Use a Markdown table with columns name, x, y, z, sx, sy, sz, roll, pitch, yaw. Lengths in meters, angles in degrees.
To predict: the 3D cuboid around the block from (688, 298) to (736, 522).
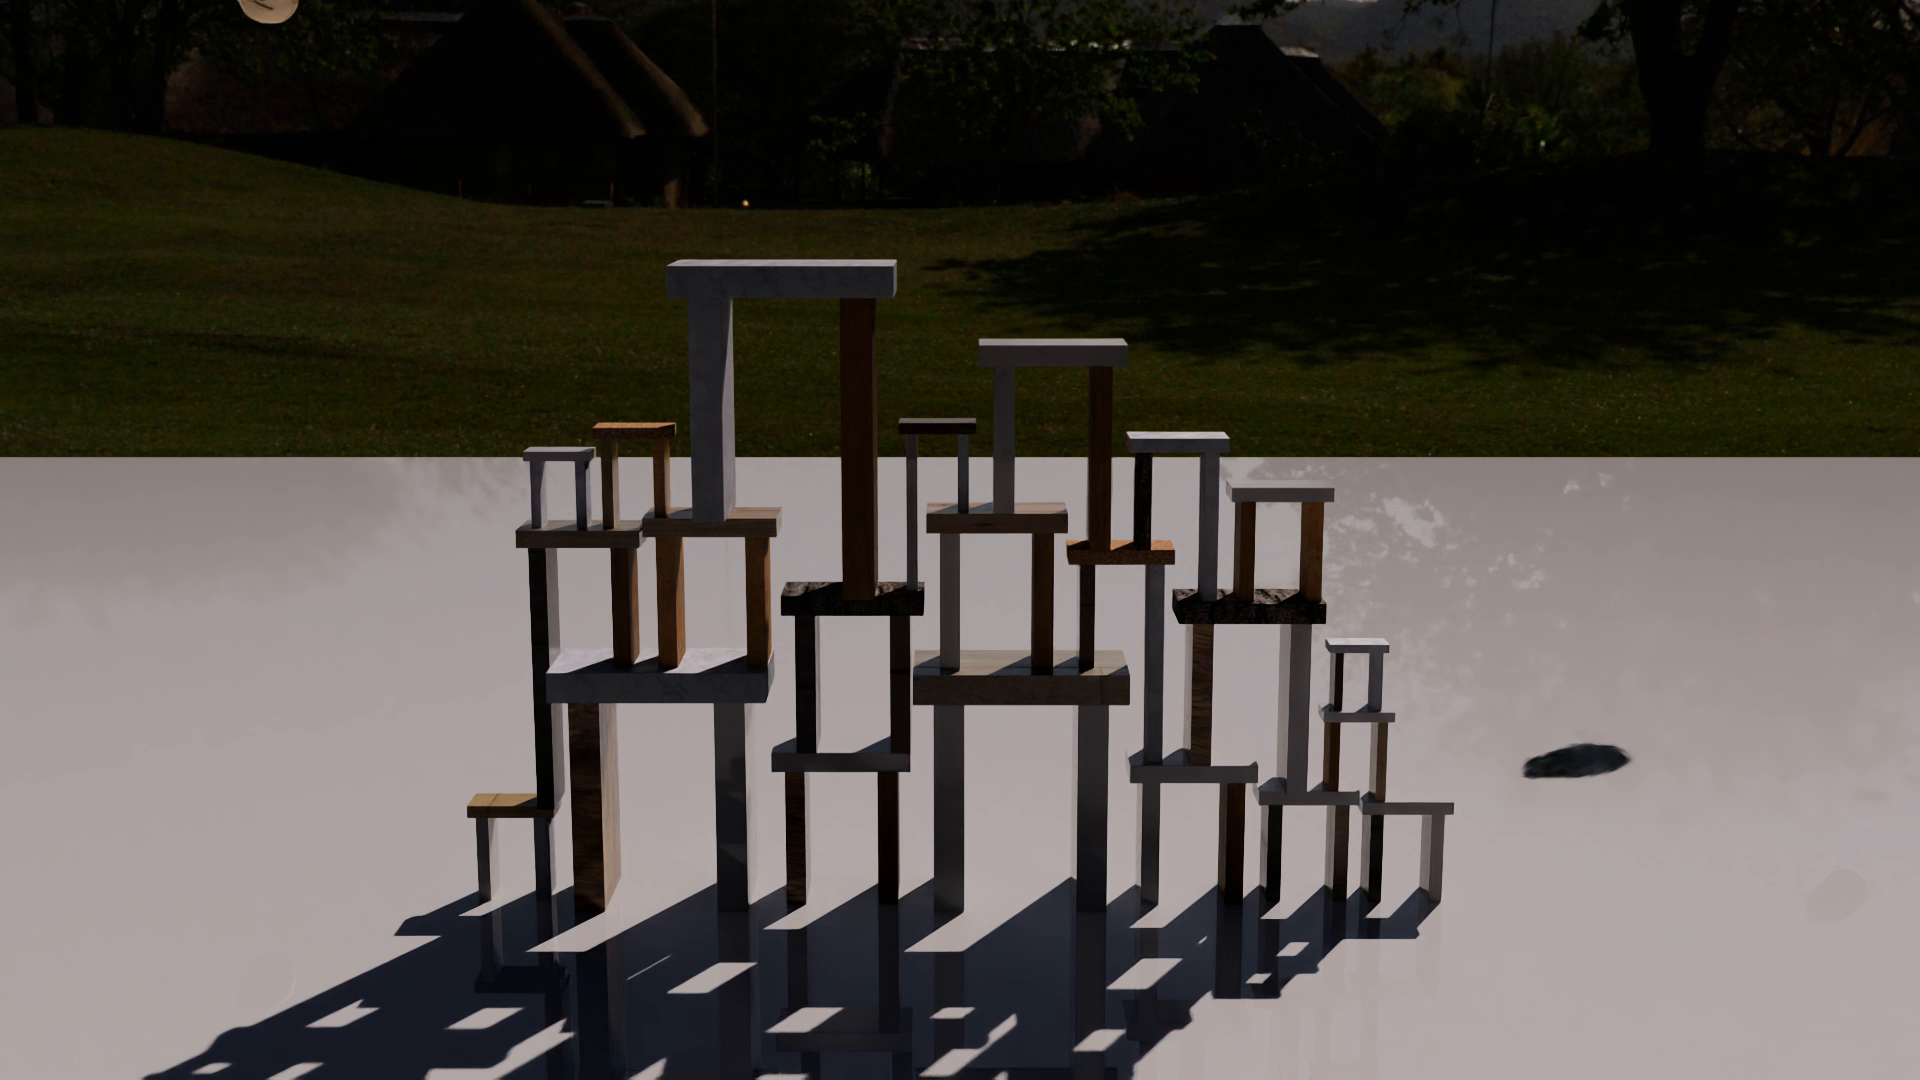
| name | x | y | z | sx | sy | sz | roll | pitch | yaw |
| --- | --- | --- | --- | --- | --- | --- | --- | --- | --- |
| block | -0.396 | -0.217 | 3.520 | 0.050 | 0.352 | 0.176 | 0 | 11 | 0 |

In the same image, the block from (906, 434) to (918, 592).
| name | x | y | z | sx | sy | sz | roll | pitch | yaw |
| --- | --- | --- | --- | --- | --- | --- | --- | --- | --- |
| block | -0.077 | -0.047 | 3.553 | 0.017 | 0.258 | 0.062 | 0 | 11 | 0 |

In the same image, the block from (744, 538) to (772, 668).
| name | x | y | z | sx | sy | sz | roll | pitch | yaw |
| --- | --- | --- | --- | --- | --- | --- | --- | --- | --- |
| block | -0.328 | 0.091 | 3.580 | 0.030 | 0.214 | 0.107 | 0 | 11 | 0 |

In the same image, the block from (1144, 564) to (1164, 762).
| name | x | y | z | sx | sy | sz | roll | pitch | yaw |
| --- | --- | --- | --- | --- | --- | --- | --- | --- | --- |
| block | 0.318 | 0.194 | 3.600 | 0.024 | 0.329 | 0.085 | 0 | 11 | 0 |

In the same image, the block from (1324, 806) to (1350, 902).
| name | x | y | z | sx | sy | sz | roll | pitch | yaw |
| --- | --- | --- | --- | --- | --- | --- | --- | --- | --- |
| block | 0.627 | 0.508 | 3.658 | 0.023 | 0.165 | 0.082 | 0 | 11 | 0 |

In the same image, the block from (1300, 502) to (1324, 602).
| name | x | y | z | sx | sy | sz | roll | pitch | yaw |
| --- | --- | --- | --- | --- | --- | --- | --- | --- | --- |
| block | 0.569 | 0.012 | 3.559 | 0.023 | 0.163 | 0.081 | 0 | 11 | 0 |

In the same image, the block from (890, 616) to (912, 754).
| name | x | y | z | sx | sy | sz | roll | pitch | yaw |
| --- | --- | --- | --- | --- | --- | --- | --- | --- | --- |
| block | -0.097 | 0.224 | 3.603 | 0.032 | 0.229 | 0.114 | 0 | 11 | 0 |

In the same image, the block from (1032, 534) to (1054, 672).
| name | x | y | z | sx | sy | sz | roll | pitch | yaw |
| --- | --- | --- | --- | --- | --- | --- | --- | --- | --- |
| block | 0.134 | 0.090 | 3.573 | 0.032 | 0.225 | 0.113 | 0 | 11 | 0 |

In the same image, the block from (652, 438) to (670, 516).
| name | x | y | z | sx | sy | sz | roll | pitch | yaw |
| --- | --- | --- | --- | --- | --- | --- | --- | --- | --- |
| block | -0.480 | -0.105 | 3.541 | 0.018 | 0.125 | 0.063 | 0 | 11 | 0 |

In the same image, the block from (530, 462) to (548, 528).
| name | x | y | z | sx | sy | sz | roll | pitch | yaw |
| --- | --- | --- | --- | --- | --- | --- | --- | --- | --- |
| block | -0.679 | -0.078 | 3.547 | 0.015 | 0.108 | 0.054 | 0 | 11 | 0 |

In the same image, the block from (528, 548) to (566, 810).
| name | x | y | z | sx | sy | sz | roll | pitch | yaw |
| --- | --- | --- | --- | --- | --- | --- | --- | --- | --- |
| block | -0.676 | 0.217 | 3.597 | 0.028 | 0.434 | 0.099 | 0 | 11 | 0 |

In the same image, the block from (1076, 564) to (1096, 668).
| name | x | y | z | sx | sy | sz | roll | pitch | yaw |
| --- | --- | --- | --- | --- | --- | --- | --- | --- | --- |
| block | 0.205 | 0.116 | 3.586 | 0.024 | 0.170 | 0.085 | 0 | 11 | 0 |

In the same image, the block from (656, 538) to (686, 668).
| name | x | y | z | sx | sy | sz | roll | pitch | yaw |
| --- | --- | --- | --- | --- | --- | --- | --- | --- | --- |
| block | -0.471 | 0.091 | 3.581 | 0.030 | 0.214 | 0.107 | 0 | 11 | 0 |

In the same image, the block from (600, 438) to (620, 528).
| name | x | y | z | sx | sy | sz | roll | pitch | yaw |
| --- | --- | --- | --- | --- | --- | --- | --- | --- | --- |
| block | -0.564 | -0.096 | 3.543 | 0.018 | 0.145 | 0.063 | 0 | 11 | 0 |

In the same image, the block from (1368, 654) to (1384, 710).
| name | x | y | z | sx | sy | sz | roll | pitch | yaw |
| --- | --- | --- | --- | --- | --- | --- | --- | --- | --- |
| block | 0.681 | 0.227 | 3.605 | 0.014 | 0.096 | 0.048 | 0 | 11 | 0 |

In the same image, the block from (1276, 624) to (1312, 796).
| name | x | y | z | sx | sy | sz | roll | pitch | yaw |
| --- | --- | --- | --- | --- | --- | --- | --- | --- | --- |
| block | 0.548 | 0.264 | 3.611 | 0.033 | 0.285 | 0.118 | 0 | 11 | 0 |

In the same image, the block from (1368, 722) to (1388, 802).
| name | x | y | z | sx | sy | sz | roll | pitch | yaw |
| --- | --- | --- | --- | --- | --- | --- | --- | --- | --- |
| block | 0.689 | 0.357 | 3.621 | 0.016 | 0.134 | 0.058 | 0 | 11 | 0 |

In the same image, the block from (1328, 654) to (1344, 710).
| name | x | y | z | sx | sy | sz | roll | pitch | yaw |
| --- | --- | --- | --- | --- | --- | --- | --- | --- | --- |
| block | 0.617 | 0.227 | 3.605 | 0.014 | 0.096 | 0.048 | 0 | 11 | 0 |

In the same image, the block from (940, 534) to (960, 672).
| name | x | y | z | sx | sy | sz | roll | pitch | yaw |
| --- | --- | --- | --- | --- | --- | --- | --- | --- | --- |
| block | -0.016 | 0.090 | 3.573 | 0.032 | 0.225 | 0.113 | 0 | 11 | 0 |

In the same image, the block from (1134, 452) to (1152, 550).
| name | x | y | z | sx | sy | sz | roll | pitch | yaw |
| --- | --- | --- | --- | --- | --- | --- | --- | --- | --- |
| block | 0.295 | -0.068 | 3.544 | 0.022 | 0.158 | 0.079 | 0 | 11 | 1 |

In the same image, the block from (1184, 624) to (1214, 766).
| name | x | y | z | sx | sy | sz | roll | pitch | yaw |
| --- | --- | --- | --- | --- | --- | --- | --- | --- | --- |
| block | 0.391 | 0.240 | 3.607 | 0.033 | 0.236 | 0.118 | 0 | 11 | 0 |

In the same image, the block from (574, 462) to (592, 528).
| name | x | y | z | sx | sy | sz | roll | pitch | yaw |
| --- | --- | --- | --- | --- | --- | --- | --- | --- | --- |
| block | -0.607 | -0.078 | 3.547 | 0.015 | 0.108 | 0.054 | 0 | 11 | 0 |

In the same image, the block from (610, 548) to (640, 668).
| name | x | y | z | sx | sy | sz | roll | pitch | yaw |
| --- | --- | --- | --- | --- | --- | --- | --- | --- | --- |
| block | -0.544 | 0.101 | 3.576 | 0.028 | 0.197 | 0.099 | 0 | 11 | 0 |

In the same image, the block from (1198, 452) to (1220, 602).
| name | x | y | z | sx | sy | sz | roll | pitch | yaw |
| --- | --- | --- | --- | --- | --- | --- | --- | --- | --- |
| block | 0.401 | -0.027 | 3.552 | 0.022 | 0.243 | 0.079 | 0 | 11 | 0 |

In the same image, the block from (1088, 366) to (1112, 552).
| name | x | y | z | sx | sy | sz | roll | pitch | yaw |
| --- | --- | --- | --- | --- | --- | --- | --- | --- | --- |
| block | 0.225 | -0.137 | 3.533 | 0.033 | 0.297 | 0.117 | 0 | 11 | 2 |

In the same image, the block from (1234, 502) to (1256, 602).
| name | x | y | z | sx | sy | sz | roll | pitch | yaw |
| --- | --- | --- | --- | --- | --- | --- | --- | --- | --- |
| block | 0.460 | 0.012 | 3.559 | 0.023 | 0.163 | 0.081 | 0 | 11 | 0 |

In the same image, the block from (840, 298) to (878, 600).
| name | x | y | z | sx | sy | sz | roll | pitch | yaw |
| --- | --- | --- | --- | --- | --- | --- | --- | --- | --- |
| block | -0.161 | -0.155 | 3.532 | 0.050 | 0.477 | 0.176 | 0 | 11 | 0 |

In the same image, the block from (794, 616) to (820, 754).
| name | x | y | z | sx | sy | sz | roll | pitch | yaw |
| --- | --- | --- | --- | --- | --- | --- | --- | --- | --- |
| block | -0.249 | 0.224 | 3.604 | 0.032 | 0.229 | 0.114 | 0 | 11 | 0 |

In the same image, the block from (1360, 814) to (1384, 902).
| name | x | y | z | sx | sy | sz | roll | pitch | yaw |
| --- | --- | --- | --- | --- | --- | --- | --- | --- | --- |
| block | 0.684 | 0.517 | 3.654 | 0.021 | 0.149 | 0.075 | 0 | 11 | 0 |

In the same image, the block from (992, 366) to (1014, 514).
| name | x | y | z | sx | sy | sz | roll | pitch | yaw |
| --- | --- | --- | --- | --- | --- | --- | --- | --- | --- |
| block | 0.070 | -0.168 | 3.528 | 0.033 | 0.234 | 0.117 | 0 | 11 | 0 |

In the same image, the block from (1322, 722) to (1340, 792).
| name | x | y | z | sx | sy | sz | roll | pitch | yaw |
| --- | --- | --- | --- | --- | --- | --- | --- | --- | --- |
| block | 0.612 | 0.349 | 3.620 | 0.016 | 0.116 | 0.058 | 0 | 11 | 0 |

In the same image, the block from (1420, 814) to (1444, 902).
| name | x | y | z | sx | sy | sz | roll | pitch | yaw |
| --- | --- | --- | --- | --- | --- | --- | --- | --- | --- |
| block | 0.784 | 0.517 | 3.654 | 0.021 | 0.149 | 0.075 | 0 | 11 | 0 |

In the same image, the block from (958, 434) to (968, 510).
| name | x | y | z | sx | sy | sz | roll | pitch | yaw |
| --- | --- | --- | --- | --- | --- | --- | --- | --- | --- |
| block | 0.005 | -0.113 | 3.540 | 0.017 | 0.123 | 0.062 | 0 | 11 | 0 |
